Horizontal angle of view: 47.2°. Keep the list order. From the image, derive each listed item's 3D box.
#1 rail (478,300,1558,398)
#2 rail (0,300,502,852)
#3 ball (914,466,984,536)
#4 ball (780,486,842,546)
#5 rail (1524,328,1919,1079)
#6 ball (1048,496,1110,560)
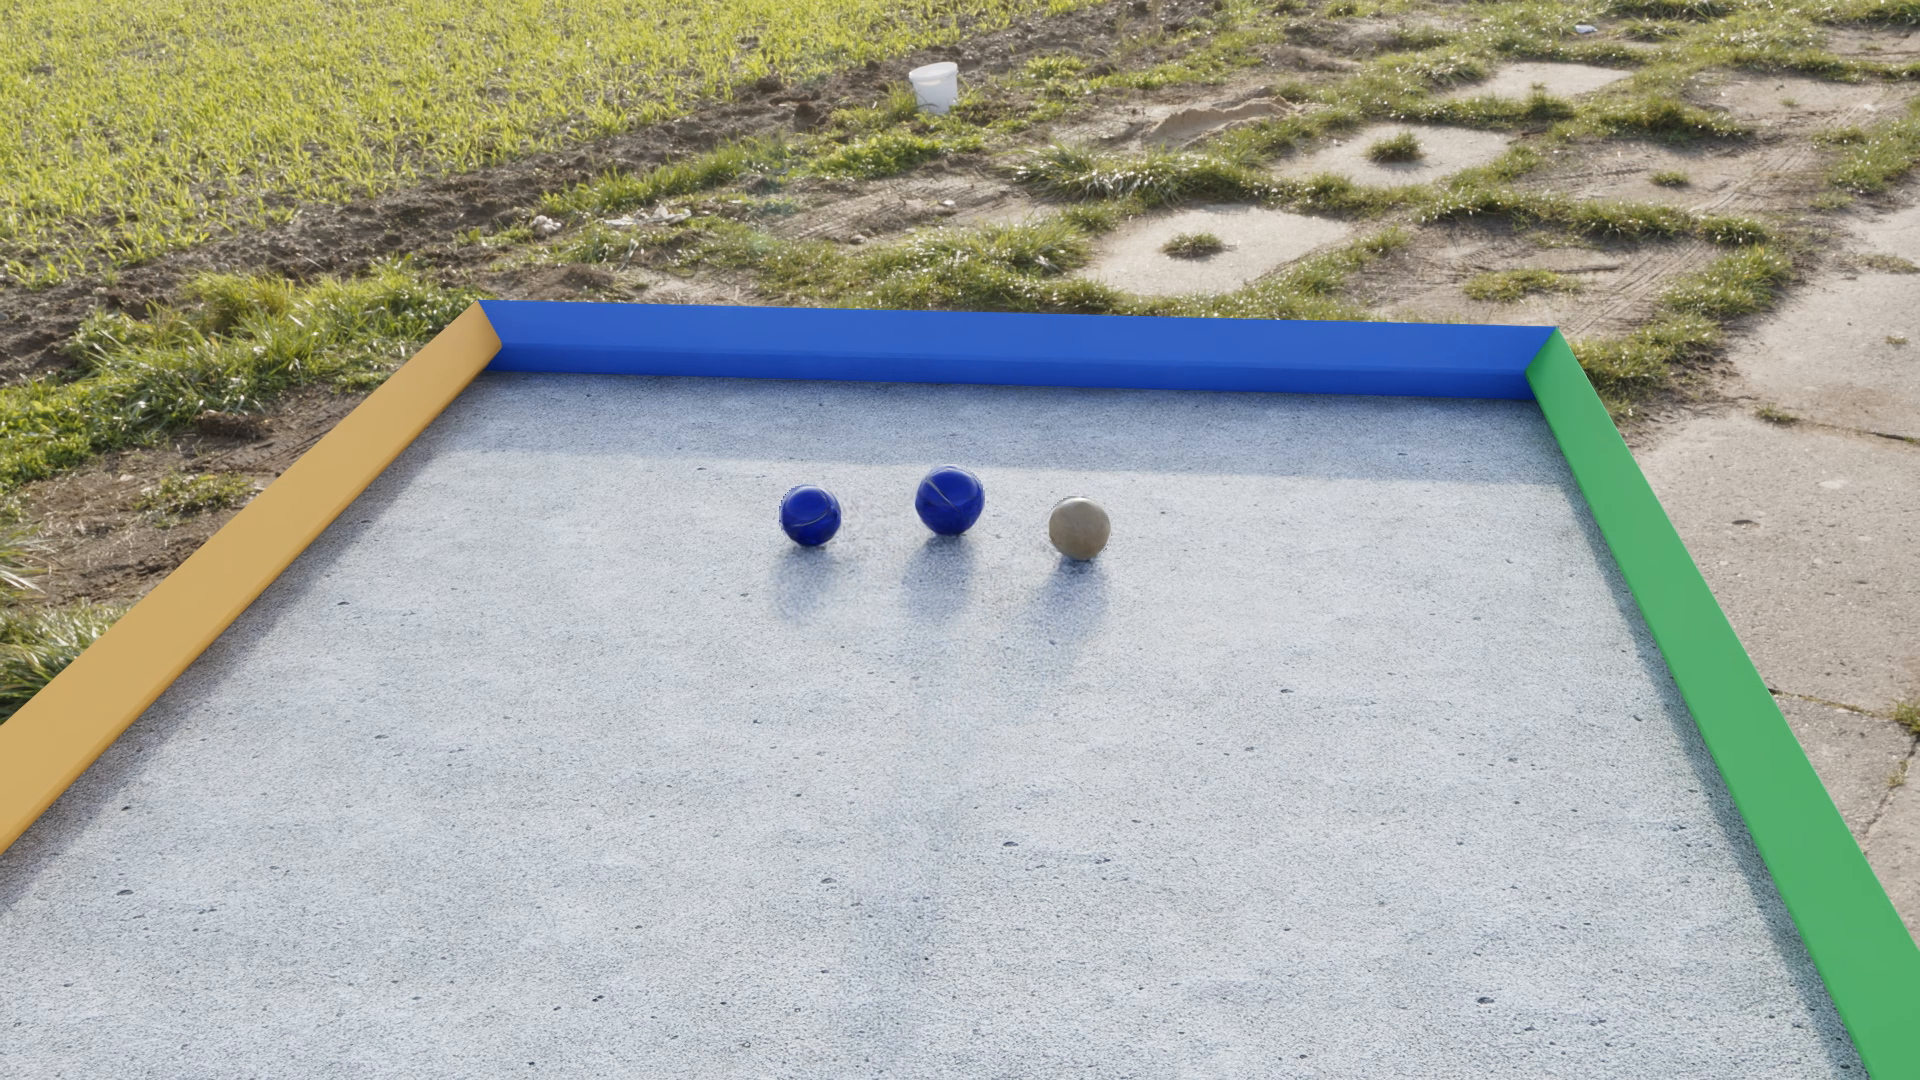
[{"bbox_3d":[0.059,-0.250,2.947,1.456,0.100,0.045,2,22,5],"label":"rail"},{"bbox_3d":[-0.763,0.208,1.788,0.045,0.100,2.680,2,22,5],"label":"rail"},{"bbox_3d":[-0.012,-0.044,2.459,0.077,0.077,0.077,0,22,0],"label":"ball"},{"bbox_3d":[-0.164,-0.027,2.428,0.068,0.068,0.068,0,22,0],"label":"ball"},{"bbox_3d":[0.640,0.255,1.668,0.045,0.100,2.680,2,22,5],"label":"rail"},{"bbox_3d":[0.130,-0.013,2.392,0.068,0.068,0.068,0,22,0],"label":"ball"}]
